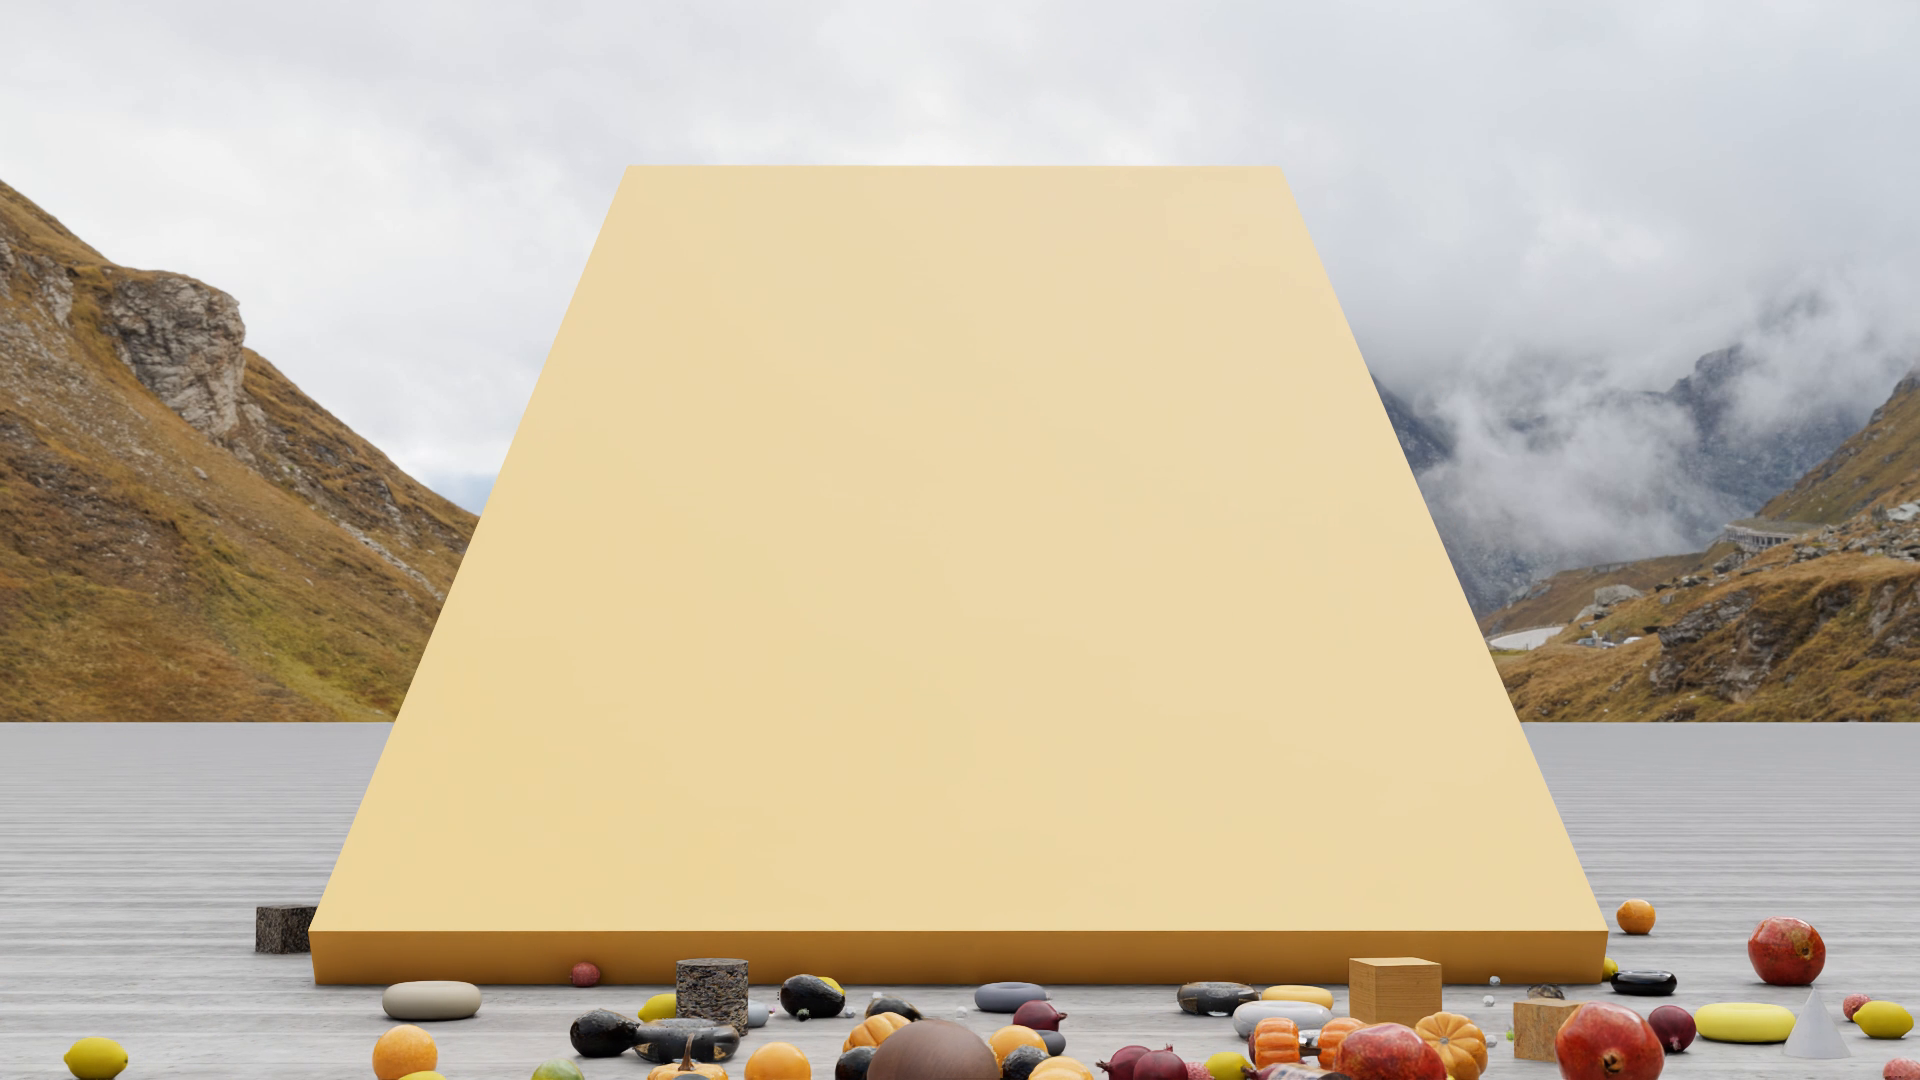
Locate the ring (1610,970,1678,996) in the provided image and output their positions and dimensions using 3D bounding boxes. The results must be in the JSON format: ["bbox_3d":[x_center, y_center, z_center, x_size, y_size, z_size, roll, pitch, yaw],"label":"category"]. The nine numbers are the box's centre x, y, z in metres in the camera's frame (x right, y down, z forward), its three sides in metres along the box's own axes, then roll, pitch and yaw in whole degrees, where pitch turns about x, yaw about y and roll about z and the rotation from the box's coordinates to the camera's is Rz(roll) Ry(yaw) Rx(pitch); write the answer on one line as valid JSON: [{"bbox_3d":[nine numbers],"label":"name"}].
[{"bbox_3d":[1.029,0.666,3.545,0.098,0.033,0.098,-1,-5,0],"label":"ring"}]

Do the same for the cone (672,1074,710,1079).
[{"bbox_3d":[-0.272,0.578,2.360,0.067,0.067,0.067,1,-31,-11],"label":"cone"}]

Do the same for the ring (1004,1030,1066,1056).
[{"bbox_3d":[0.092,0.622,2.908,0.077,0.026,0.077,-1,-3,0],"label":"ring"}]

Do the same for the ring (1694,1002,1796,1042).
[{"bbox_3d":[1.013,0.623,3.041,0.127,0.042,0.127,-1,-6,0],"label":"ring"}]

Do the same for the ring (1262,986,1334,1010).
[{"bbox_3d":[0.475,0.648,3.315,0.101,0.034,0.101,1,-4,0],"label":"ring"}]

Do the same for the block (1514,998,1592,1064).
[{"bbox_3d":[0.723,0.598,2.874,0.067,0.067,0.067,-4,-6,44],"label":"block"}]

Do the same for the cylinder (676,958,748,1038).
[{"bbox_3d":[-0.325,0.600,3.085,0.094,0.094,0.094,0,-4,0],"label":"cylinder"}]

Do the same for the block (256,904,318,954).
[{"bbox_3d":[-1.192,0.689,4.175,0.079,0.079,0.079,-4,-6,40],"label":"block"}]

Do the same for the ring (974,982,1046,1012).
[{"bbox_3d":[0.072,0.650,3.344,0.103,0.034,0.103,0,-3,0],"label":"ring"}]

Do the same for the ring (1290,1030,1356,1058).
[{"bbox_3d":[0.447,0.621,2.904,0.080,0.027,0.080,1,-4,0],"label":"ring"}]

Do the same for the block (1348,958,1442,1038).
[{"bbox_3d":[0.574,0.603,3.109,0.092,0.092,0.092,1,-4,-12],"label":"block"}]

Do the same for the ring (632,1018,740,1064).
[{"bbox_3d":[-0.333,0.610,2.867,0.131,0.044,0.131,1,-4,0],"label":"ring"}]

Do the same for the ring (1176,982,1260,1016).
[{"bbox_3d":[0.363,0.645,3.313,0.116,0.039,0.116,1,-4,0],"label":"ring"}]

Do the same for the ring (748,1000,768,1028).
[{"bbox_3d":[-0.304,0.639,3.173,0.094,0.031,0.094,1,-4,0],"label":"ring"}]

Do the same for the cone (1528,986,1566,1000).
[{"bbox_3d":[0.802,0.647,3.233,0.051,0.051,0.051,-2,22,24],"label":"cone"}]

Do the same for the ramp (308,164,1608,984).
[{"bbox_3d":[-0.010,-0.229,5.441,2.000,0.100,4.000,0,26,0],"label":"ramp"}]

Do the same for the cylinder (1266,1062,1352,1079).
[{"bbox_3d":[0.344,0.552,2.300,0.073,0.073,0.073,2,-5,-25],"label":"cylinder"}]

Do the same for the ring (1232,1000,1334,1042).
[{"bbox_3d":[0.419,0.624,3.053,0.131,0.044,0.131,1,-5,0],"label":"ring"}]

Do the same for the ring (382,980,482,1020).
[{"bbox_3d":[-0.733,0.639,3.269,0.136,0.045,0.136,0,-5,0],"label":"ring"}]

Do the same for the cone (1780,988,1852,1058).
[{"bbox_3d":[1.055,0.593,2.906,0.082,0.082,0.082,0,-4,0],"label":"cone"}]
